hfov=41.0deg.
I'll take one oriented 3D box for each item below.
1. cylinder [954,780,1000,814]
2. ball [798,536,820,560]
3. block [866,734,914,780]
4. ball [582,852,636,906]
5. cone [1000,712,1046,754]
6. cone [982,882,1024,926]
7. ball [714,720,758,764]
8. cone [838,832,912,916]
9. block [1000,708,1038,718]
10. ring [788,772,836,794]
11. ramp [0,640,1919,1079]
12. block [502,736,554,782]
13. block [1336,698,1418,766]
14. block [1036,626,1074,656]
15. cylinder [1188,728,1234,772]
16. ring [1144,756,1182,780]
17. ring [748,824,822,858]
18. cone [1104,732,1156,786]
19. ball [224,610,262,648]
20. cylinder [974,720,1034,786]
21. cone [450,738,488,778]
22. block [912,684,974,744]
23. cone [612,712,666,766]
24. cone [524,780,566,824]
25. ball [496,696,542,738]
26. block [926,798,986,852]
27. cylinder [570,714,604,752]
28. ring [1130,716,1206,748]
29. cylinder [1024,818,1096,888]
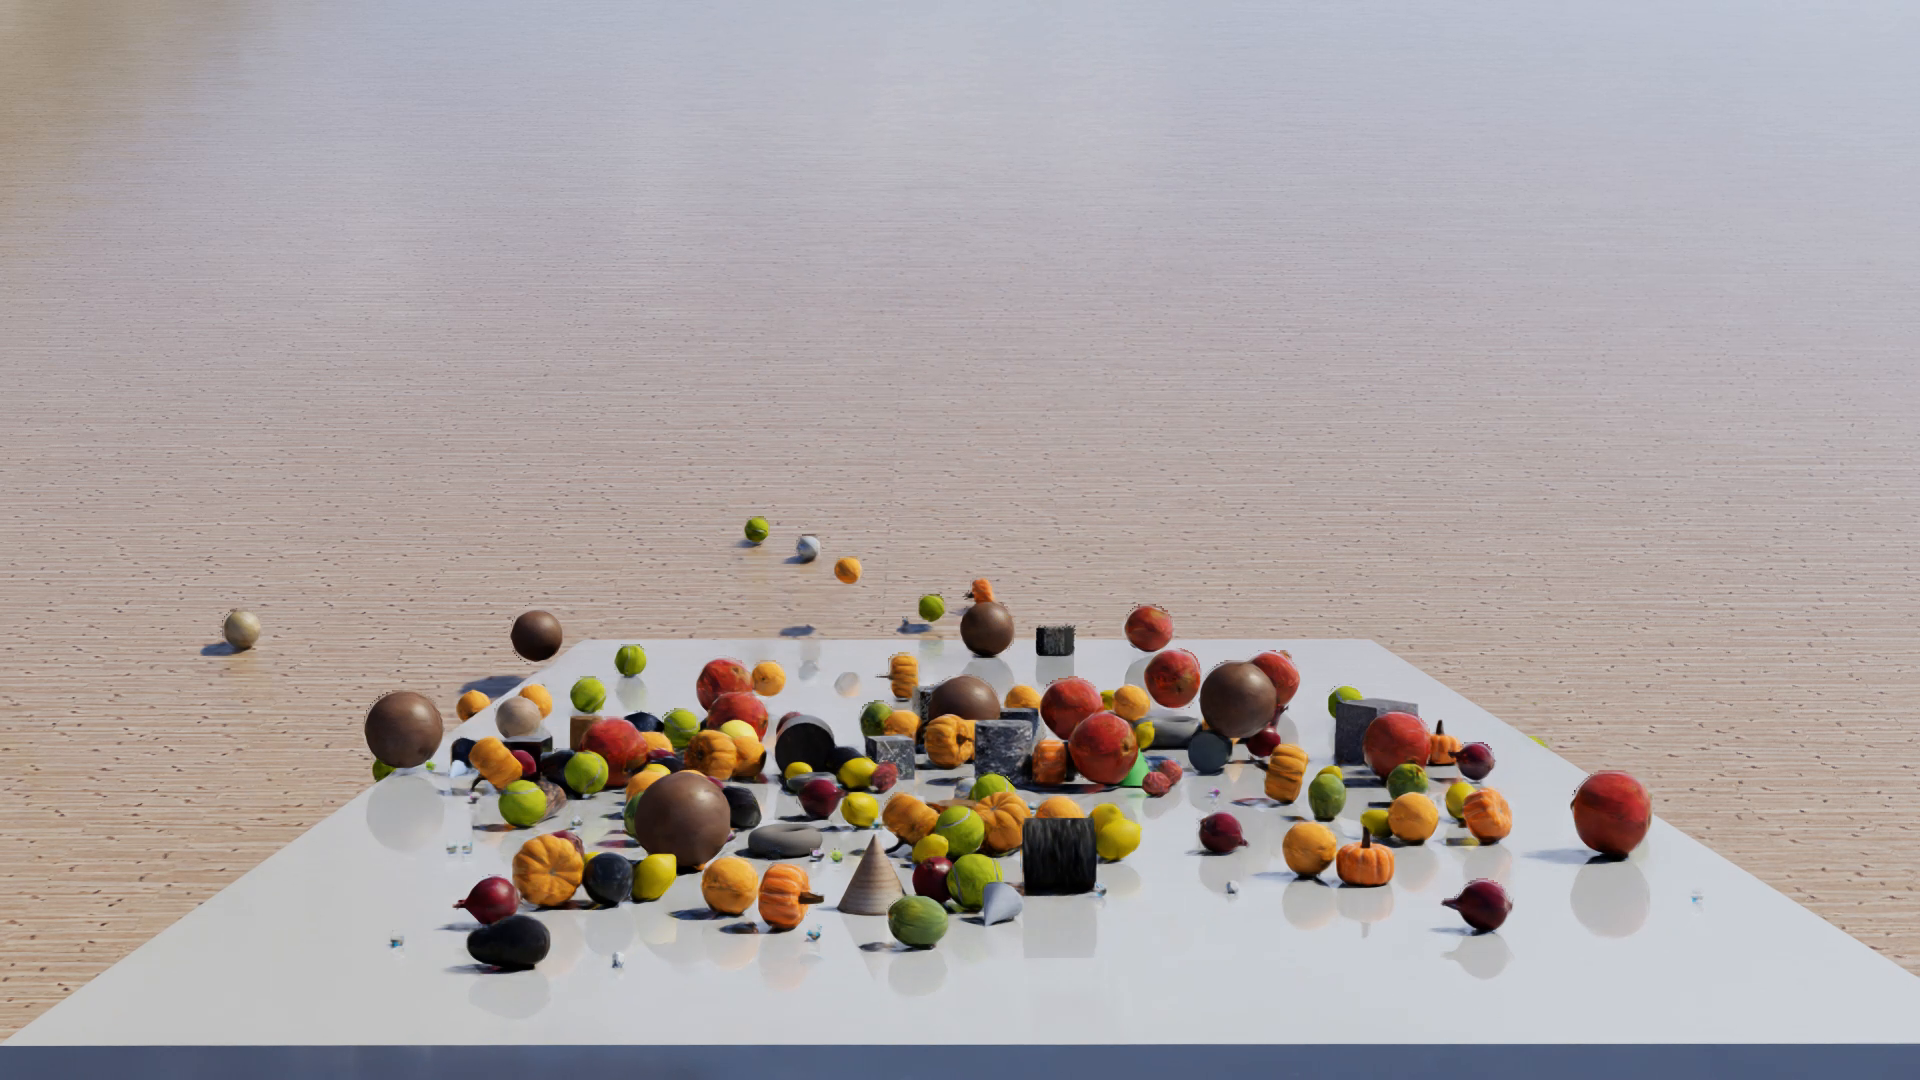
[{"bbox_3d":[0.025,0.389,3.886,0.052,0.052,0.052,-11,2,-27],"label":"cylinder"},{"bbox_3d":[-0.431,0.022,7.337,0.068,0.068,0.068,0,20,0],"label":"ball"},{"bbox_3d":[-0.116,0.360,4.250,0.065,0.065,0.065,-1,4,-19],"label":"block"},{"bbox_3d":[-0.439,0.423,3.211,0.066,0.066,0.066,0,20,0],"label":"ball"},{"bbox_3d":[0.105,0.361,4.414,0.096,0.096,0.096,-1,30,-4],"label":"cone"},{"bbox_3d":[0.041,0.451,3.102,0.054,0.054,0.054,9,35,24],"label":"cone"},{"bbox_3d":[-0.384,0.346,4.401,0.075,0.075,0.075,0,20,0],"label":"ball"},{"bbox_3d":[-0.106,0.410,3.190,0.095,0.095,0.095,0,4,0],"label":"cone"},{"bbox_3d":[0.106,0.338,4.600,0.066,0.066,0.066,0,4,3],"label":"block"},{"bbox_3d":[-0.235,0.388,4.098,0.078,0.026,0.078,-5,4,0],"label":"ring"},{"bbox_3d":[0.047,0.425,4.533,2.000,0.100,4.000,0,4,0],"label":"ramp"},{"bbox_3d":[-0.714,0.361,4.239,0.066,0.066,0.066,0,4,8],"label":"block"},{"bbox_3d":[0.720,0.331,4.433,0.100,0.100,0.100,-3,4,-36],"label":"block"},{"bbox_3d":[0.229,0.242,6.163,0.066,0.066,0.066,2,4,33],"label":"block"},{"bbox_3d":[0.422,0.354,4.330,0.066,0.066,0.066,6,5,15],"label":"cylinder"},{"bbox_3d":[0.321,0.377,4.252,0.092,0.031,0.092,-1,4,0],"label":"ring"},{"bbox_3d":[-0.243,0.417,3.569,0.104,0.035,0.104,-1,3,0],"label":"ring"},{"bbox_3d":[0.278,0.353,4.181,0.085,0.085,0.085,1,3,0],"label":"cone"},{"bbox_3d":[-1.878,0.233,6.720,0.096,0.096,0.096,0,20,0],"label":"ball"},{"bbox_3d":[0.072,0.347,4.204,0.096,0.096,0.096,0,4,0],"label":"cylinder"},{"bbox_3d":[-0.832,0.377,4.274,0.067,0.067,0.067,6,32,17],"label":"cone"},{"bbox_3d":[-0.031,0.318,4.690,0.096,0.096,0.096,-1,4,-9],"label":"block"},{"bbox_3d":[-0.547,0.362,4.414,0.094,0.094,0.094,-5,31,-13],"label":"cone"},{"bbox_3d":[-0.625,0.404,3.831,0.065,0.065,0.065,1,30,3],"label":"cone"},{"bbox_3d":[-0.803,0.326,4.669,0.083,0.083,0.083,0,20,0],"label":"ball"},{"bbox_3d":[-0.005,0.401,3.619,0.061,0.061,0.061,-3,5,-43],"label":"block"},{"bbox_3d":[-0.665,0.344,4.576,0.058,0.058,0.058,0,4,0],"label":"cylinder"},{"bbox_3d":[0.376,0.346,4.636,0.139,0.046,0.139,-1,4,0],"label":"ring"},{"bbox_3d":[0.128,0.404,3.315,0.090,0.090,0.090,0,20,0],"label":"cylinder"}]
